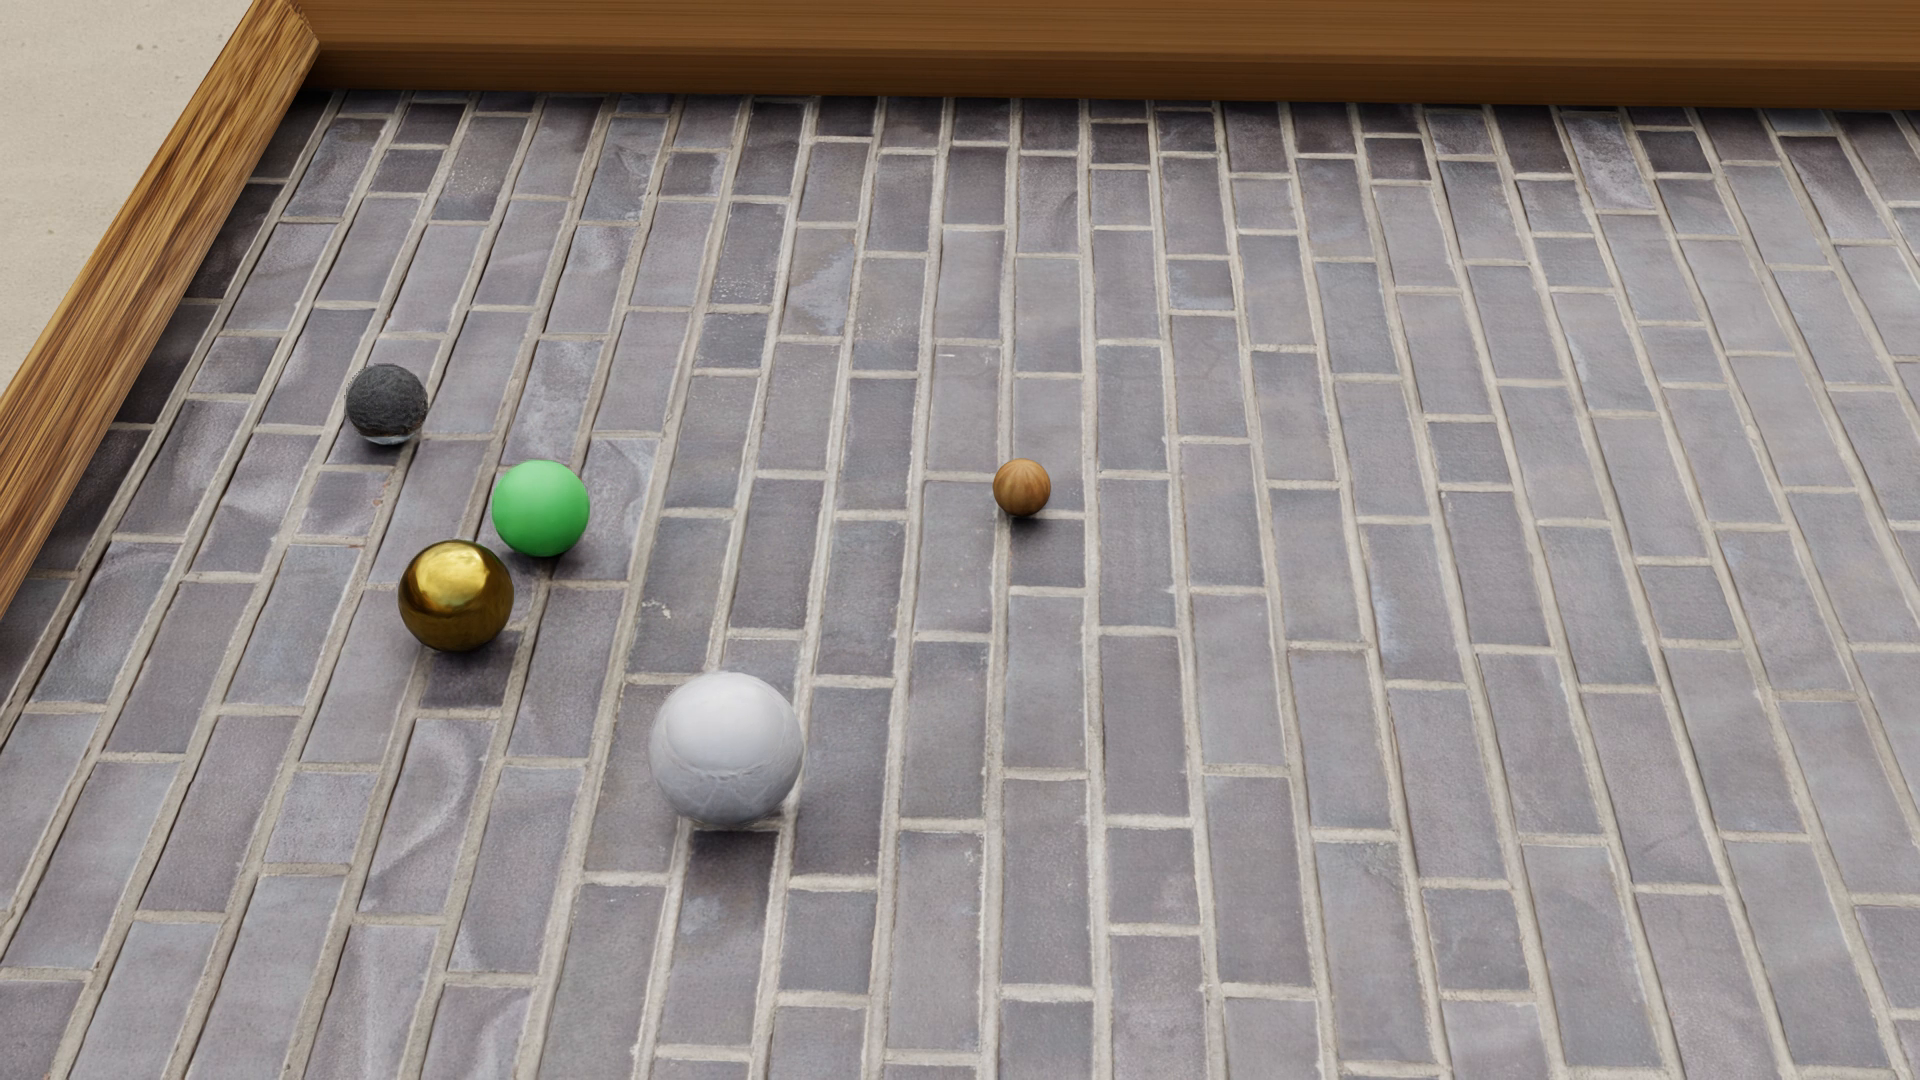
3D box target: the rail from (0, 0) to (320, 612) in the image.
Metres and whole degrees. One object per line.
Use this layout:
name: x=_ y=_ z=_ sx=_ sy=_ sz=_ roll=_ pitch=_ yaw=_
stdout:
rail: x=-0.667 y=-0.036 z=1.859 sx=0.045 sy=0.129 sz=1.640 roll=1 pitch=35 yaw=1

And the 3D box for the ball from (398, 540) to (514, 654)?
ball: x=-0.353 y=0.039 z=1.795 sx=0.080 sy=0.080 sz=0.080 roll=0 pitch=35 yaw=0

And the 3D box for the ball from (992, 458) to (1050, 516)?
ball: x=0.047 y=-0.040 z=1.940 sx=0.044 sy=0.044 sz=0.044 roll=0 pitch=35 yaw=0

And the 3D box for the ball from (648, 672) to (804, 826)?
ball: x=-0.150 y=0.134 z=1.644 sx=0.099 sy=0.099 sz=0.099 roll=0 pitch=35 yaw=0

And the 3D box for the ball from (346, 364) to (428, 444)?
ball: x=-0.450 y=-0.107 z=2.018 sx=0.063 sy=0.063 sz=0.063 roll=0 pitch=35 yaw=0

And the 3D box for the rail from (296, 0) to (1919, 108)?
rail: x=0.716 y=-0.469 z=2.476 sx=2.765 sy=0.129 sz=0.045 roll=1 pitch=35 yaw=1

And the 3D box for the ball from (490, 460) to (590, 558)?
ball: x=-0.309 y=-0.023 z=1.891 sx=0.072 sy=0.072 sz=0.072 roll=0 pitch=35 yaw=0
